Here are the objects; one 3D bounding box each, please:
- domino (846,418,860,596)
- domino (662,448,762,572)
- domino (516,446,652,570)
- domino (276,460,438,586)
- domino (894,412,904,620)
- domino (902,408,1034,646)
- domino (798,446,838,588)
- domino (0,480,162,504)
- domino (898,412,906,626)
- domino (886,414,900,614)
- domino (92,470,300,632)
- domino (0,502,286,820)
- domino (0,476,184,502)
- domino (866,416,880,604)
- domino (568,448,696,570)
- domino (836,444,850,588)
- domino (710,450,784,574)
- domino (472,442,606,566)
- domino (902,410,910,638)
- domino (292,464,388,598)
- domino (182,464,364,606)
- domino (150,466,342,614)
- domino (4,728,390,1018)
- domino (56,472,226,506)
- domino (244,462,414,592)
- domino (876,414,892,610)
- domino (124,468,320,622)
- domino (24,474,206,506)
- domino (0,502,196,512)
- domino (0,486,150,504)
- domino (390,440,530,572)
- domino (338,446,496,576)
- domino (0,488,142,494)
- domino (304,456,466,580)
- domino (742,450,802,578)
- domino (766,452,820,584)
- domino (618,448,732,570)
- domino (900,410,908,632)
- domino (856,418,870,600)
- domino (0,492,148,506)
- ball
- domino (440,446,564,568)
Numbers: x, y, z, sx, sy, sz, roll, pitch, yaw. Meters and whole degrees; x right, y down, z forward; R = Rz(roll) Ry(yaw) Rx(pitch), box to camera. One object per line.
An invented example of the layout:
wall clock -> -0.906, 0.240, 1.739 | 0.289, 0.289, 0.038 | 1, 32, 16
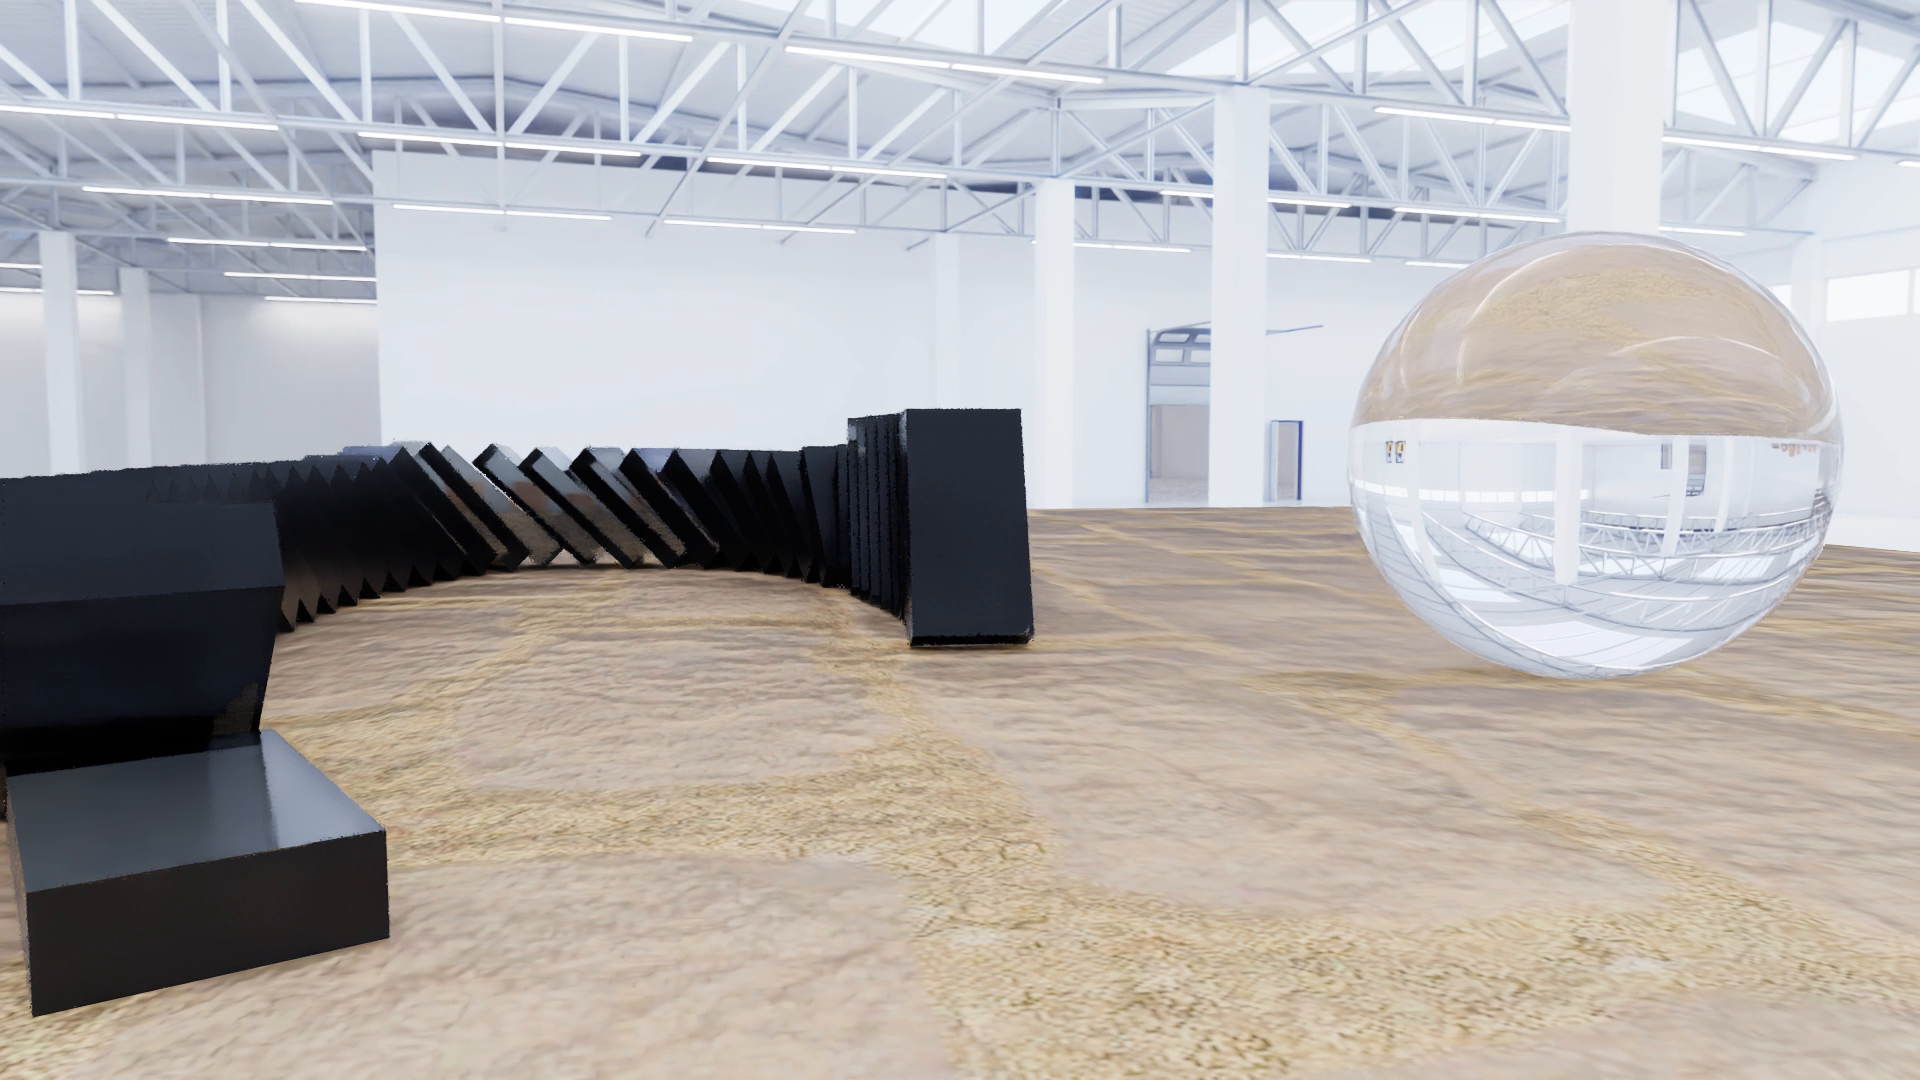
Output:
domino -> -0.019, -0.010, 0.365 | 0.025, 0.050, 0.009 | -1, -18, -8
domino -> -0.079, -0.011, 0.443 | 0.025, 0.009, 0.050 | -5, 49, -53
domino -> -0.128, -0.012, 0.445 | 0.050, 0.009, 0.025 | 44, 2, -4
domino -> -0.173, -0.004, 0.367 | 0.025, 0.009, 0.050 | 0, -33, 5
domino -> -0.003, -0.006, 0.315 | 0.025, 0.050, 0.010 | -1, -17, -7
domino -> 0.001, -0.003, 0.274 | 0.025, 0.050, 0.010 | -1, -17, -7
domino -> -0.033, -0.008, 0.396 | 0.025, 0.009, 0.050 | -1, 49, -18
domino -> -0.139, 0.008, 0.208 | 0.025, 0.010, 0.050 | -1, -32, -17
domino -> -0.001, -0.005, 0.304 | 0.025, 0.050, 0.009 | 0, -17, -7
domino -> -0.005, -0.007, 0.324 | 0.025, 0.050, 0.009 | -1, -17, -7
domino -> -0.160, 0.004, 0.270 | 0.025, 0.009, 0.050 | -1, -32, -12
domino -> -0.089, 0.014, 0.137 | 0.025, 0.010, 0.050 | -4, -29, -35
domino -> -0.145, 0.007, 0.223 | 0.025, 0.010, 0.050 | -1, -32, -16
domino -> -0.012, -0.008, 0.344 | 0.025, 0.050, 0.009 | -1, -17, -7
domino -> -0.111, -0.012, 0.450 | 0.050, 0.010, 0.025 | 44, 11, 6
domino -> -0.024, -0.008, 0.384 | 0.025, 0.009, 0.050 | 2, 48, -9
domino -> -0.063, -0.010, 0.435 | 0.025, 0.009, 0.050 | -2, 46, -40
domino -> -0.144, -0.012, 0.445 | 0.050, 0.009, 0.025 | 44, -4, -5
domino -> 0.001, -0.004, 0.284 | 0.025, 0.050, 0.010 | -1, -17, -7
domino -> -0.172, -0.001, 0.335 | 0.025, 0.009, 0.050 | 0, -33, 0
domino -> -0.170, 0.000, 0.318 | 0.025, 0.010, 0.050 | 0, -33, -4
domino -> -0.168, 0.001, 0.302 | 0.025, 0.009, 0.050 | 0, -33, -5
domino -> -0.074, 0.029, 0.122 | 0.025, 0.009, 0.050 | -3, 5, -38
domino -> -0.156, 0.005, 0.254 | 0.025, 0.009, 0.050 | -1, -32, -12
domino -> -0.173, -0.003, 0.351 | 0.025, 0.009, 0.050 | 0, -33, 2
domino -> -0.009, -0.008, 0.334 | 0.025, 0.050, 0.009 | -1, -17, -7
domino -> -0.164, 0.002, 0.286 | 0.025, 0.009, 0.050 | -1, -32, -10
domino -> -0.150, 0.006, 0.238 | 0.025, 0.009, 0.050 | -1, -32, -15
domino -> -0.103, 0.013, 0.149 | 0.025, 0.009, 0.050 | -3, -30, -31
domino -> -0.132, 0.010, 0.192 | 0.025, 0.010, 0.050 | -2, -31, -20
domino -> -0.166, -0.011, 0.420 | 0.025, 0.050, 0.009 | 4, 48, 42
domino -> -0.171, -0.009, 0.403 | 0.025, 0.010, 0.050 | 2, -40, 26
domino -> -0.123, 0.011, 0.177 | 0.025, 0.010, 0.050 | -2, -30, -23
domino -> -0.173, -0.006, 0.385 | 0.025, 0.009, 0.050 | 1, -35, 14
domino -> -0.052, -0.009, 0.423 | 0.025, 0.010, 0.050 | -2, 45, -31
domino -> -0.043, -0.008, 0.410 | 0.025, 0.010, 0.050 | -2, 46, -26
domino -> -0.094, -0.012, 0.448 | 0.050, 0.010, 0.025 | 47, 21, 16
domino -> 0.000, -0.005, 0.294 | 0.025, 0.050, 0.010 | -1, -17, -7
domino -> -0.015, -0.009, 0.354 | 0.025, 0.050, 0.010 | -1, -18, -7
domino -> -0.114, 0.012, 0.163 | 0.025, 0.010, 0.050 | -3, -30, -25
ball -> 0.111, -0.015, 0.232 | 0.080, 0.080, 0.080 | 0, 4, 0
domino -> -0.159, -0.011, 0.438 | 0.050, 0.010, 0.025 | 45, -13, -18
